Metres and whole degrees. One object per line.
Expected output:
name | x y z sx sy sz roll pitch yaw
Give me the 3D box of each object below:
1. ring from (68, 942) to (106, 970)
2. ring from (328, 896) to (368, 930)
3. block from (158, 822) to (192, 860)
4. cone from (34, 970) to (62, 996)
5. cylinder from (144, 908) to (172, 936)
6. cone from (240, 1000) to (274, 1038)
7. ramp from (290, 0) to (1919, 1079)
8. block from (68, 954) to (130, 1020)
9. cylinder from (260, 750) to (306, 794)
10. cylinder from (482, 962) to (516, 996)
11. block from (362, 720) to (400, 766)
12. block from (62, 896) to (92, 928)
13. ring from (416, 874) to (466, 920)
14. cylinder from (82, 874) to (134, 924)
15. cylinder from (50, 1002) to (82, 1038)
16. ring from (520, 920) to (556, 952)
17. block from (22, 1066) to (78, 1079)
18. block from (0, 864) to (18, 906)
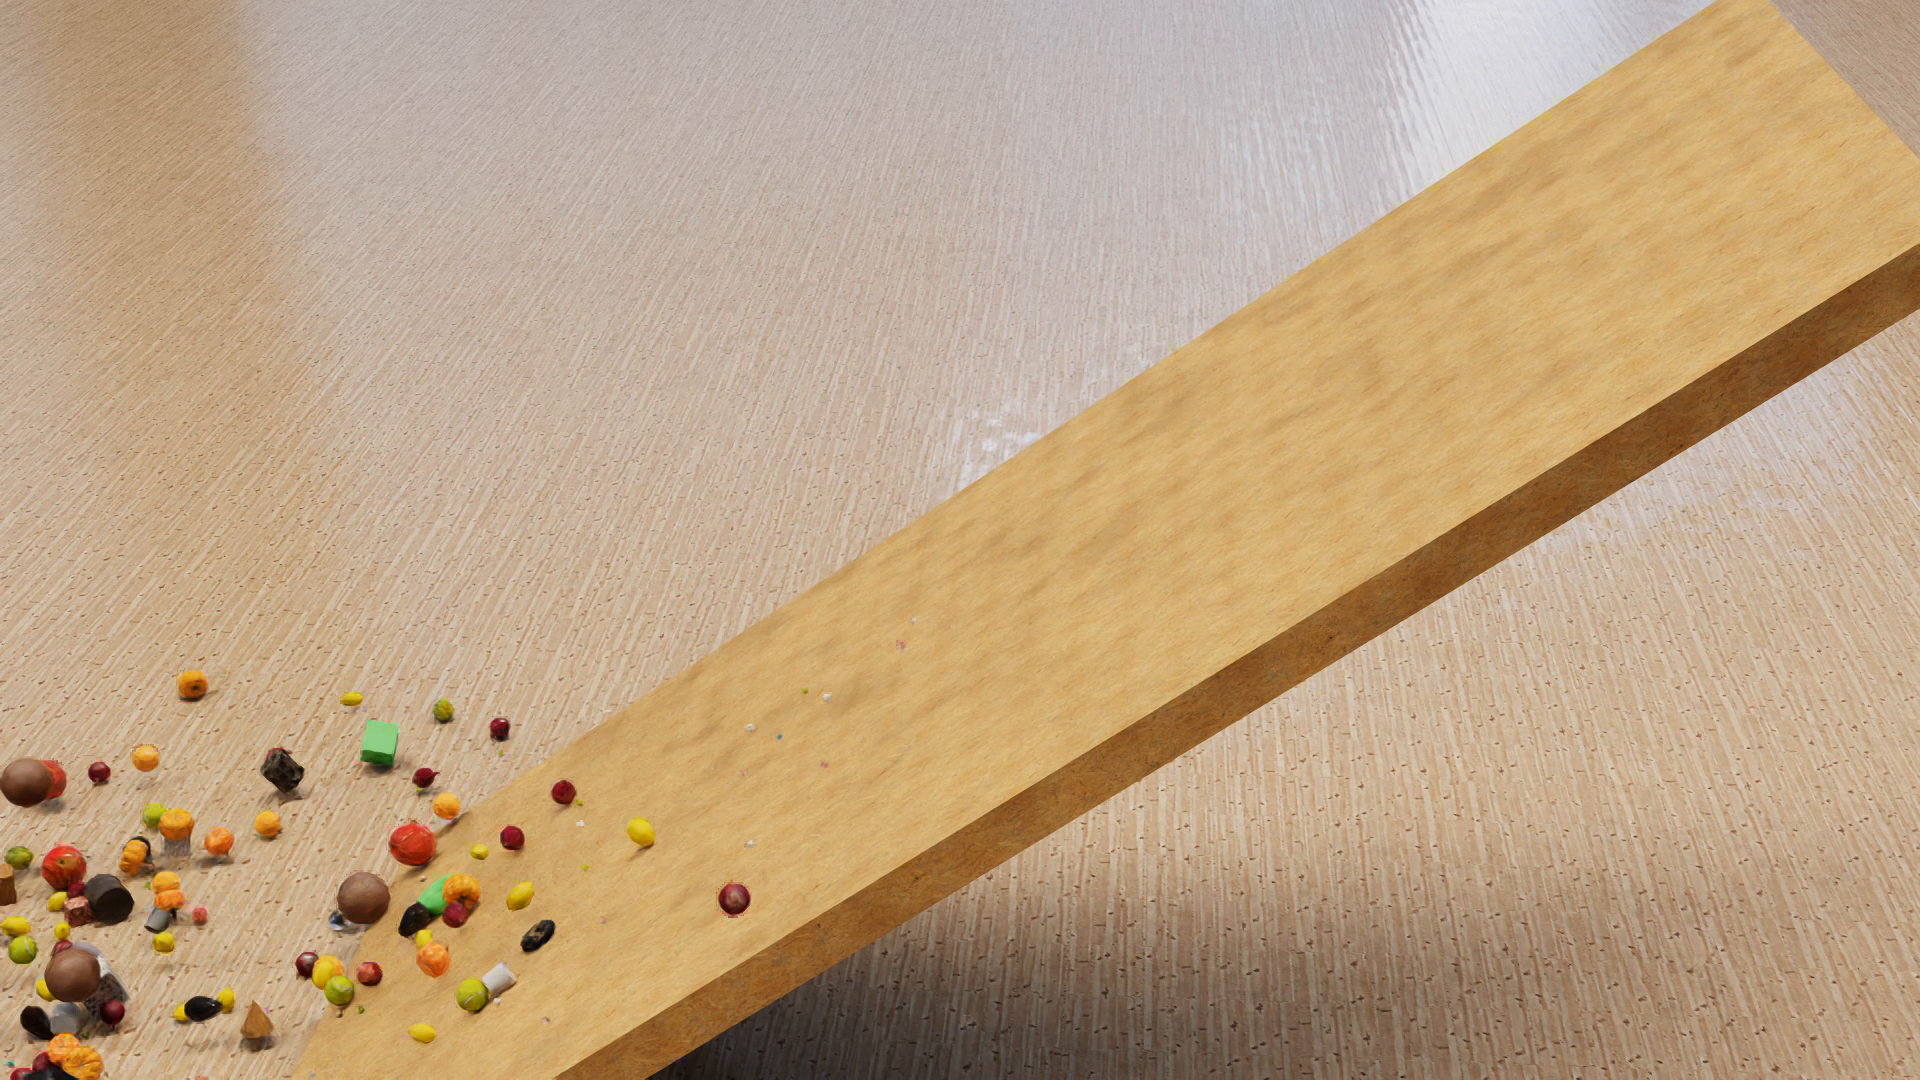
ring | -2.154 1.037 7.265 0.106 0.106 0.035 9 38 21
ring | -1.564 0.954 7.517 0.113 0.038 0.113 -29 17 10
block | -2.107 0.807 7.894 0.069 0.069 0.069 -10 24 -24
cone | -2.238 1.087 7.240 0.063 0.063 0.063 -3 -5 -7
cylinder | -2.025 0.965 7.430 0.052 0.052 0.052 12 61 27
cone | -1.669 1.124 6.968 0.080 0.080 0.080 -2 21 1
ramp | 0.134 0.175 6.309 4.000 0.100 2.000 -33 16 15
block | -2.084 1.083 7.120 0.094 0.094 0.094 -34 31 -13
cylinder | -1.886 0.645 8.189 0.087 0.087 0.087 -33 27 19
cylinder | -0.981 0.935 6.258 0.053 0.053 0.053 -39 29 -4
block | -1.647 0.578 8.357 0.089 0.089 0.089 10 62 -7
block | -2.263 0.954 7.542 0.054 0.054 0.054 -14 25 -31
ring | -1.252 0.858 7.093 0.140 0.047 0.140 -33 17 12
cylinder | -2.189 0.922 7.559 0.099 0.099 0.099 -14 25 -31
cylinder | -2.138 1.148 7.031 0.066 0.066 0.066 -4 18 -9
ring | -0.916 0.858 6.383 0.087 0.029 0.087 -35 16 12
block | -2.050 1.255 6.621 0.092 0.092 0.092 -21 50 21
block | -2.501 0.899 7.646 0.080 0.080 0.080 -8 23 -20
